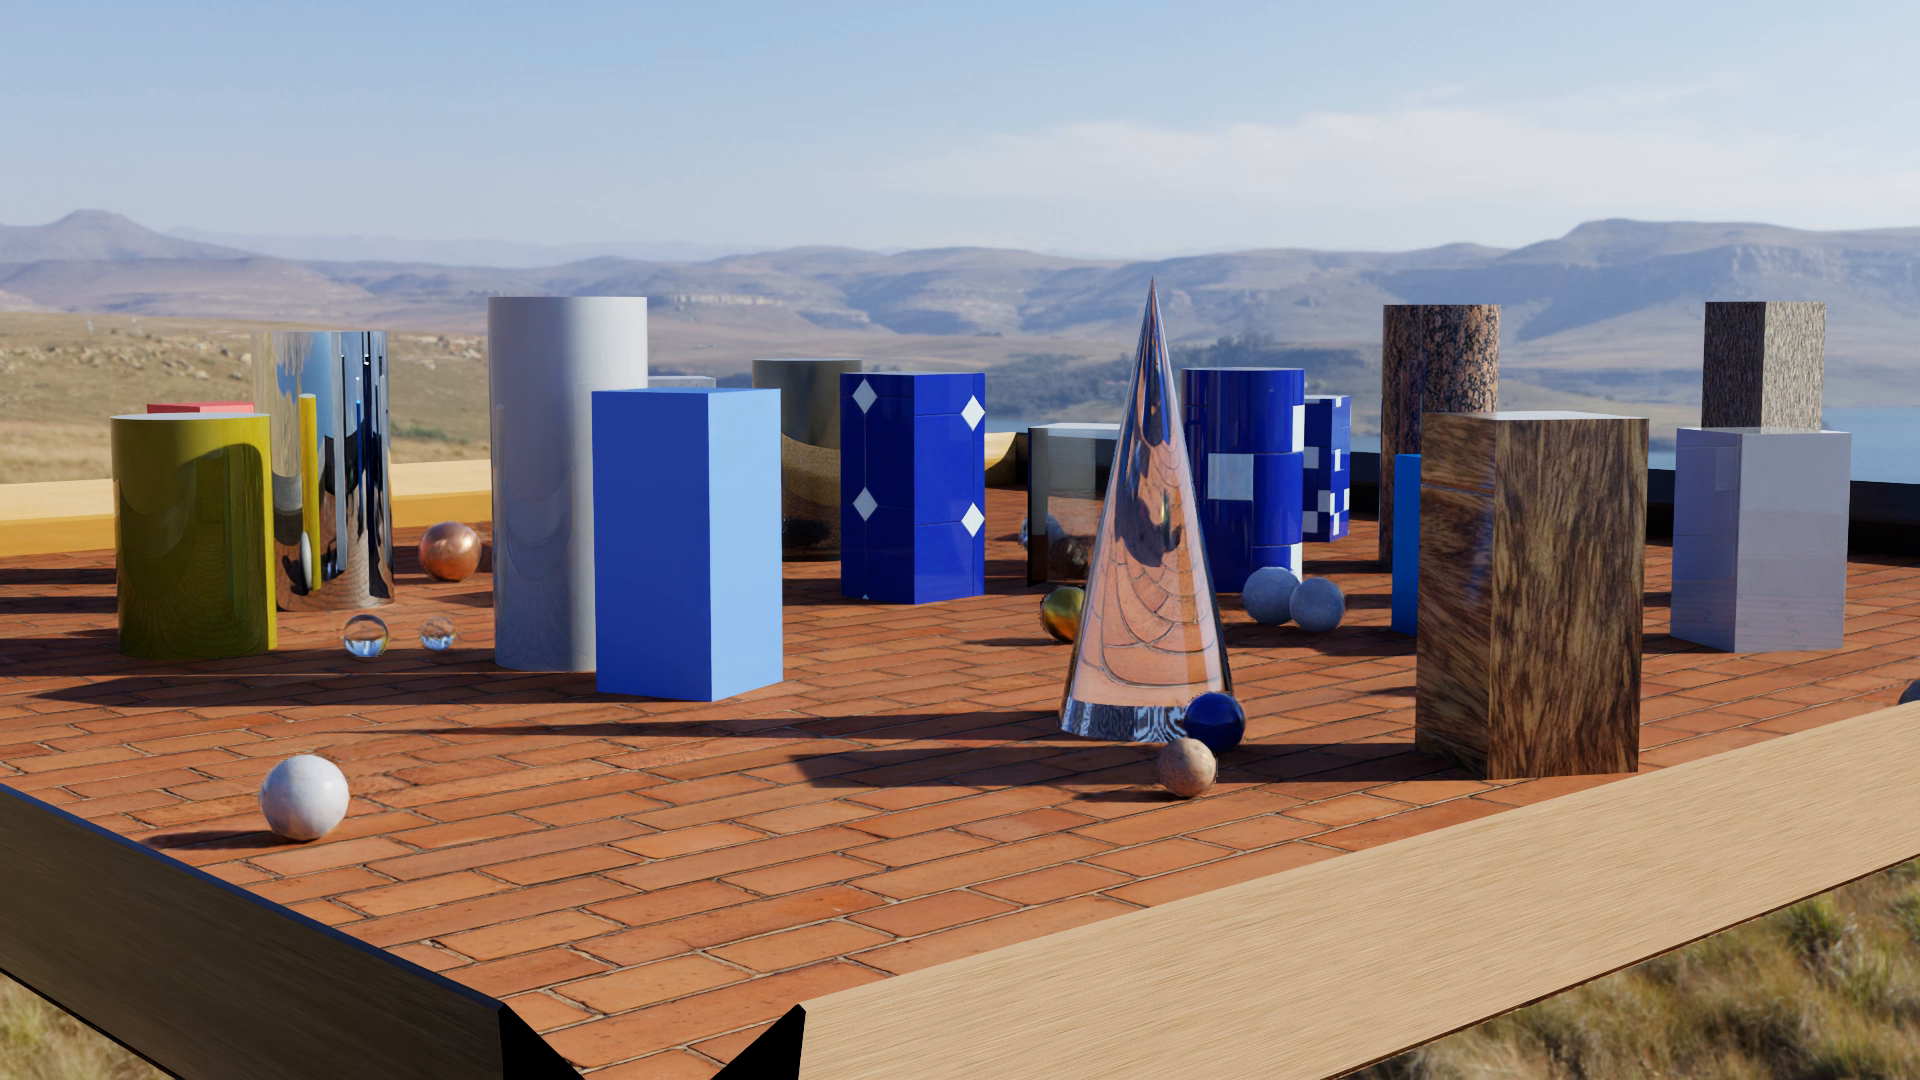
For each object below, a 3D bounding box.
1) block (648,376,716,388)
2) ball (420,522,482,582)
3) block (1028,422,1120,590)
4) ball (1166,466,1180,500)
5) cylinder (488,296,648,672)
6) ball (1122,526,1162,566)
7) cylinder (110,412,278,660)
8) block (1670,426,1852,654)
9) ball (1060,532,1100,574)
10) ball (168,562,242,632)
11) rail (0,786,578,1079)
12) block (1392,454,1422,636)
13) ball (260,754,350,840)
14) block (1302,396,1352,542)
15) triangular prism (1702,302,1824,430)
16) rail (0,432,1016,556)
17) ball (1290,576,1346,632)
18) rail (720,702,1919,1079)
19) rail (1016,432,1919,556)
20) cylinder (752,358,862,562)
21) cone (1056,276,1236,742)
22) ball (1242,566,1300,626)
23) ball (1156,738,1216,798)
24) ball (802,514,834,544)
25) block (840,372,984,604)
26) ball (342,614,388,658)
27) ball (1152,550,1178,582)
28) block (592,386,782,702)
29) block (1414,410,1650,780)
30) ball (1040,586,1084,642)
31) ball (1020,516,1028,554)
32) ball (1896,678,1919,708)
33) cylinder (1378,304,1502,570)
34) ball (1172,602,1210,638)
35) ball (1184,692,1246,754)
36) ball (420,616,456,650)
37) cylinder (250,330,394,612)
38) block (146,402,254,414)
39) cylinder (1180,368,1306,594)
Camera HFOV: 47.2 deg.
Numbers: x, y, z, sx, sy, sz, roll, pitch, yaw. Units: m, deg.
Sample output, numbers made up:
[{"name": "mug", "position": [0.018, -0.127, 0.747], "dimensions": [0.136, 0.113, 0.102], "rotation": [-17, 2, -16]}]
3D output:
[{"name": "block", "position": [-0.516, -0.118, 3.834], "dimensions": [0.159, 0.329, 0.159], "rotation": [-2, 6, -15]}, {"name": "ball", "position": [-0.840, 0.019, 3.628], "dimensions": [0.100, 0.100, 0.100], "rotation": [0, 6, 0]}, {"name": "block", "position": [0.212, -0.056, 3.577], "dimensions": [0.159, 0.259, 0.159], "rotation": [2, 6, 22]}, {"name": "ball", "position": [0.527, -0.136, 5.199], "dimensions": [0.082, 0.082, 0.082], "rotation": [0, 6, 0]}, {"name": "cylinder", "position": [-0.495, -0.077, 2.797], "dimensions": [0.199, 0.461, 0.199], "rotation": [0, 6, 0]}, {"name": "ball", "position": [0.319, 0.009, 3.865], "dimensions": [0.069, 0.069, 0.069], "rotation": [0, 6, 0]}, {"name": "cylinder", "position": [-1.008, -0.010, 2.899], "dimensions": [0.199, 0.307, 0.199], "rotation": [0, 6, 0]}, {"name": "block", "position": [1.071, -0.004, 2.949], "dimensions": [0.159, 0.286, 0.159], "rotation": [-1, 6, -12]}, {"name": "ball", "position": [0.204, 0.023, 3.735], "dimensions": [0.070, 0.070, 0.070], "rotation": [0, 6, 0]}, {"name": "ball", "position": [-1.049, 0.079, 3.055], "dimensions": [0.099, 0.099, 0.099], "rotation": [0, 6, 0]}, {"name": "rail", "position": [-1.261, 0.154, 2.174], "dimensions": [0.045, 0.129, 3.342], "rotation": [-5, 8, -42]}, {"name": "block", "position": [0.706, 0.009, 3.017], "dimensions": [0.159, 0.246, 0.159], "rotation": [-2, 6, -20]}, {"name": "ball", "position": [-0.553, 0.217, 1.857], "dimensions": [0.072, 0.072, 0.072], "rotation": [0, 6, 0]}, {"name": "block", "position": [0.672, -0.144, 4.335], "dimensions": [0.159, 0.277, 0.159], "rotation": [3, 6, 23]}, {"name": "triangular prism", "position": [1.218, -0.140, 3.416], "dimensions": [0.172, 0.458, 0.149], "rotation": [-5, 8, -38]}, {"name": "rail", "position": [-1.117, -0.092, 4.536], "dimensions": [3.480, 0.129, 0.045], "rotation": [-5, 8, -42]}, {"name": "ball", "position": [0.496, 0.090, 3.056], "dimensions": [0.077, 0.077, 0.077], "rotation": [0, 6, 0]}, {"name": "rail", "position": [1.117, 0.159, 2.128], "dimensions": [3.480, 0.129, 0.045], "rotation": [-5, 8, -42]}, {"name": "rail", "position": [1.261, -0.087, 4.489], "dimensions": [0.045, 0.129, 3.342], "rotation": [-5, 8, -42]}, {"name": "cylinder", "position": [-0.276, -0.149, 3.991], "dimensions": [0.199, 0.357, 0.199], "rotation": [0, 6, 0]}, {"name": "cone", "position": [0.204, -0.041, 2.352], "dimensions": [0.199, 0.483, 0.199], "rotation": [0, 6, 0]}, {"name": "ball", "position": [0.444, 0.079, 3.119], "dimensions": [0.085, 0.085, 0.085], "rotation": [0, 6, 0]}, {"name": "ball", "position": [0.208, 0.209, 2.021], "dimensions": [0.054, 0.054, 0.054], "rotation": [0, 6, 0]}, {"name": "ball", "position": [-0.271, -0.020, 4.204], "dimensions": [0.058, 0.058, 0.058], "rotation": [0, 6, 0]}, {"name": "block", "position": [-0.074, -0.086, 3.436], "dimensions": [0.159, 0.348, 0.159], "rotation": [5, 8, 42]}, {"name": "ball", "position": [-0.767, 0.123, 2.837], "dimensions": [0.056, 0.056, 0.056], "rotation": [0, 6, 0]}, {"name": "ball", "position": [0.342, 0.042, 3.631], "dimensions": [0.053, 0.053, 0.053], "rotation": [0, 6, 0]}, {"name": "block", "position": [-0.320, -0.001, 2.599], "dimensions": [0.159, 0.352, 0.159], "rotation": [3, 7, 26]}, {"name": "block", "position": [0.561, 0.048, 2.170], "dimensions": [0.159, 0.343, 0.159], "rotation": [-1, 6, -13]}, {"name": "ball", "position": [0.147, 0.100, 2.965], "dimensions": [0.076, 0.076, 0.076], "rotation": [0, 6, 0]}, {"name": "ball", "position": [0.155, -0.010, 3.903], "dimensions": [0.099, 0.099, 0.099], "rotation": [0, 6, 0]}, {"name": "ball", "position": [0.973, 0.175, 2.172], "dimensions": [0.090, 0.090, 0.090], "rotation": [0, 6, 0]}, {"name": "cylinder", "position": [0.832, -0.180, 3.821], "dimensions": [0.199, 0.455, 0.199], "rotation": [0, 6, 0]}, {"name": "ball", "position": [0.315, 0.109, 2.997], "dimensions": [0.050, 0.050, 0.050], "rotation": [0, 6, 0]}, {"name": "ball", "position": [0.257, 0.185, 2.217], "dimensions": [0.062, 0.062, 0.062], "rotation": [0, 6, 0]}, {"name": "ball", "position": [-0.687, 0.123, 2.893], "dimensions": [0.045, 0.045, 0.045], "rotation": [0, 6, 0]}, {"name": "cylinder", "position": [-0.967, -0.110, 3.343], "dimensions": [0.199, 0.414, 0.199], "rotation": [0, 6, 0]}, {"name": "block", "position": [-1.246, -0.084, 3.699], "dimensions": [0.159, 0.289, 0.159], "rotation": [5, 8, 39]}, {"name": "cylinder", "position": [0.456, -0.101, 3.561], "dimensions": [0.199, 0.352, 0.199], "rotation": [0, 6, 0]}]
